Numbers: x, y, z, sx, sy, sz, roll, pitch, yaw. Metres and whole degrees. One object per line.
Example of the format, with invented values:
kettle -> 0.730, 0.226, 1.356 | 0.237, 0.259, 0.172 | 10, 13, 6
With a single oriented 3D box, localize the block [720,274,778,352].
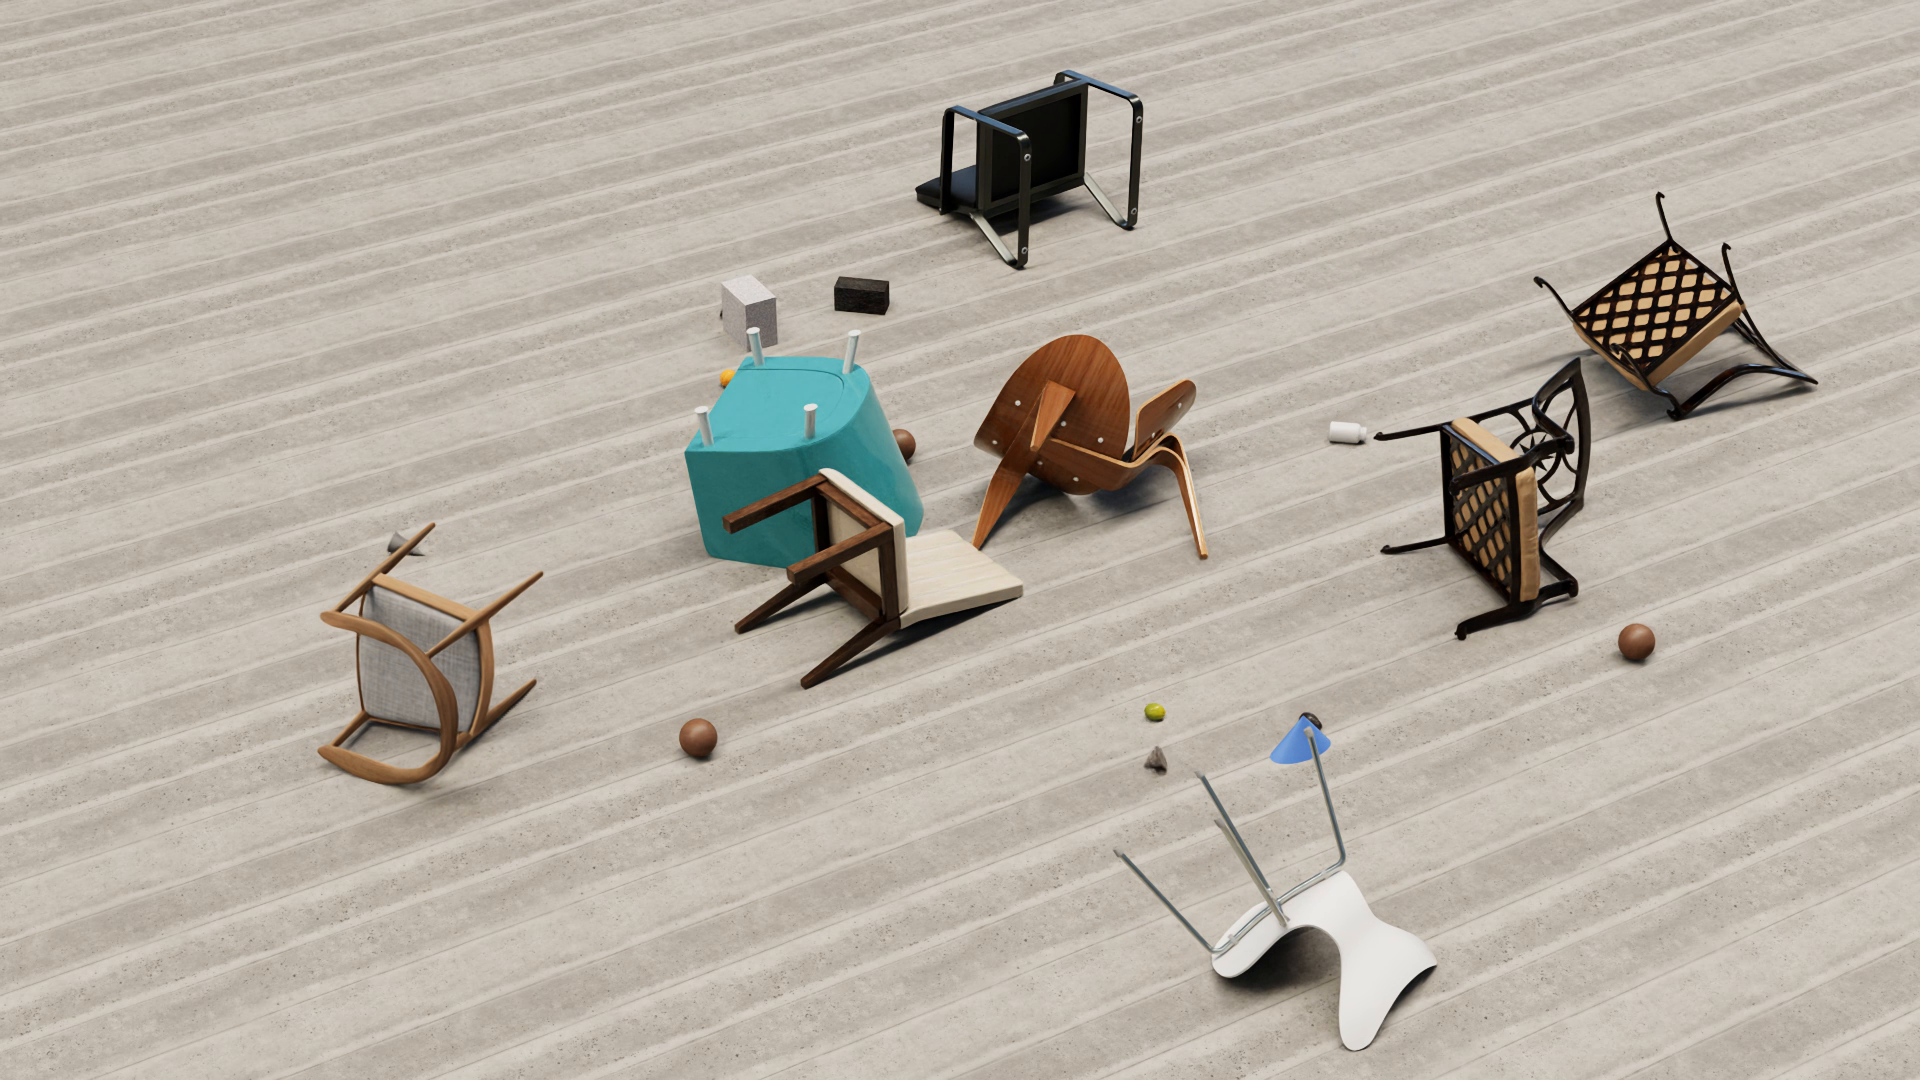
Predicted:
block -> -0.875, -0.941, 12.169 | 0.141, 0.223, 0.226 | -18, 37, -25

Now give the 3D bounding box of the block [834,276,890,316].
block -> -0.415, -1.034, 12.411 | 0.218, 0.113, 0.100 | 6, 34, 9

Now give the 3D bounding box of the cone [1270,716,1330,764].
cone -> 1.147, 0.646, 9.832 | 0.237, 0.145, 0.119 | -18, 37, -25

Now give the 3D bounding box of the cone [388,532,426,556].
cone -> -2.038, 0.034, 10.860 | 0.140, 0.075, 0.082 | 23, 42, 6

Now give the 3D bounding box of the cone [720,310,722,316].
cone -> -0.957, -0.960, 12.375 | 0.097, 0.061, 0.087 | 20, 31, -2
